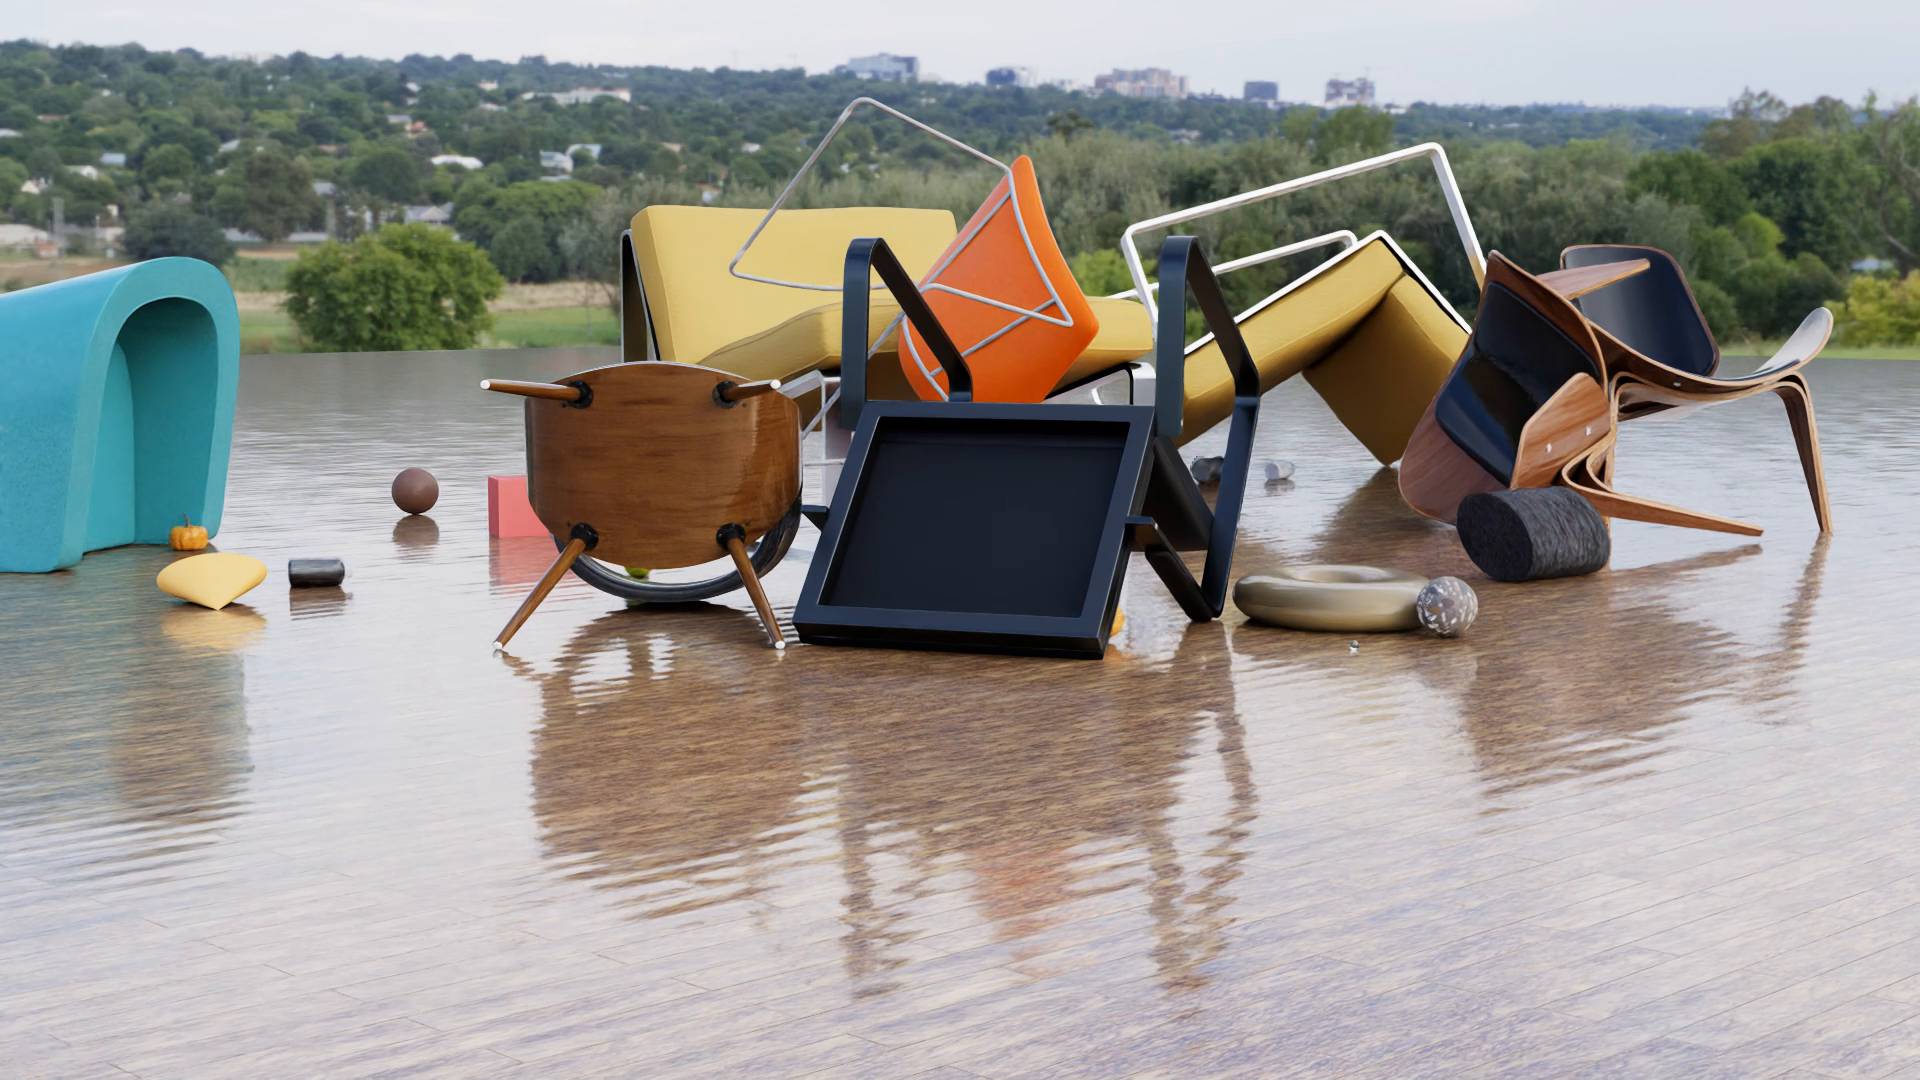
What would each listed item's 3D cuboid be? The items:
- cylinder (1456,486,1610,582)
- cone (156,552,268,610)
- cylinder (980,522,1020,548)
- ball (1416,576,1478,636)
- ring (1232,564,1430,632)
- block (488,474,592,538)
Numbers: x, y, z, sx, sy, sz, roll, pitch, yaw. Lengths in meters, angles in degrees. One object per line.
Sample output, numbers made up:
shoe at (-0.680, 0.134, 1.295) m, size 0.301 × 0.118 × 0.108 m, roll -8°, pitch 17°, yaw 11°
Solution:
cylinder at (1.259, -0.015, 5.635) m, size 0.265 × 0.161 × 0.235 m, roll -5°, pitch 43°, yaw -39°
cone at (-1.493, 0.106, 5.141) m, size 0.217 × 0.102 × 0.170 m, roll -6°, pitch 24°, yaw -18°
cylinder at (0.097, -0.012, 6.263) m, size 0.082 × 0.043 × 0.093 m, roll 27°, pitch -1°, yaw -15°
ball at (0.891, 0.122, 4.691) m, size 0.111 × 0.111 × 0.111 m, roll 0°, pitch 6°, yaw 0°
ring at (0.722, 0.109, 4.908) m, size 0.374 × 0.092 × 0.429 m, roll -6°, pitch 9°, yaw -38°
block at (-1.078, -0.090, 6.579) m, size 0.238 × 0.145 × 0.146 m, roll -2°, pitch 6°, yaw -20°
